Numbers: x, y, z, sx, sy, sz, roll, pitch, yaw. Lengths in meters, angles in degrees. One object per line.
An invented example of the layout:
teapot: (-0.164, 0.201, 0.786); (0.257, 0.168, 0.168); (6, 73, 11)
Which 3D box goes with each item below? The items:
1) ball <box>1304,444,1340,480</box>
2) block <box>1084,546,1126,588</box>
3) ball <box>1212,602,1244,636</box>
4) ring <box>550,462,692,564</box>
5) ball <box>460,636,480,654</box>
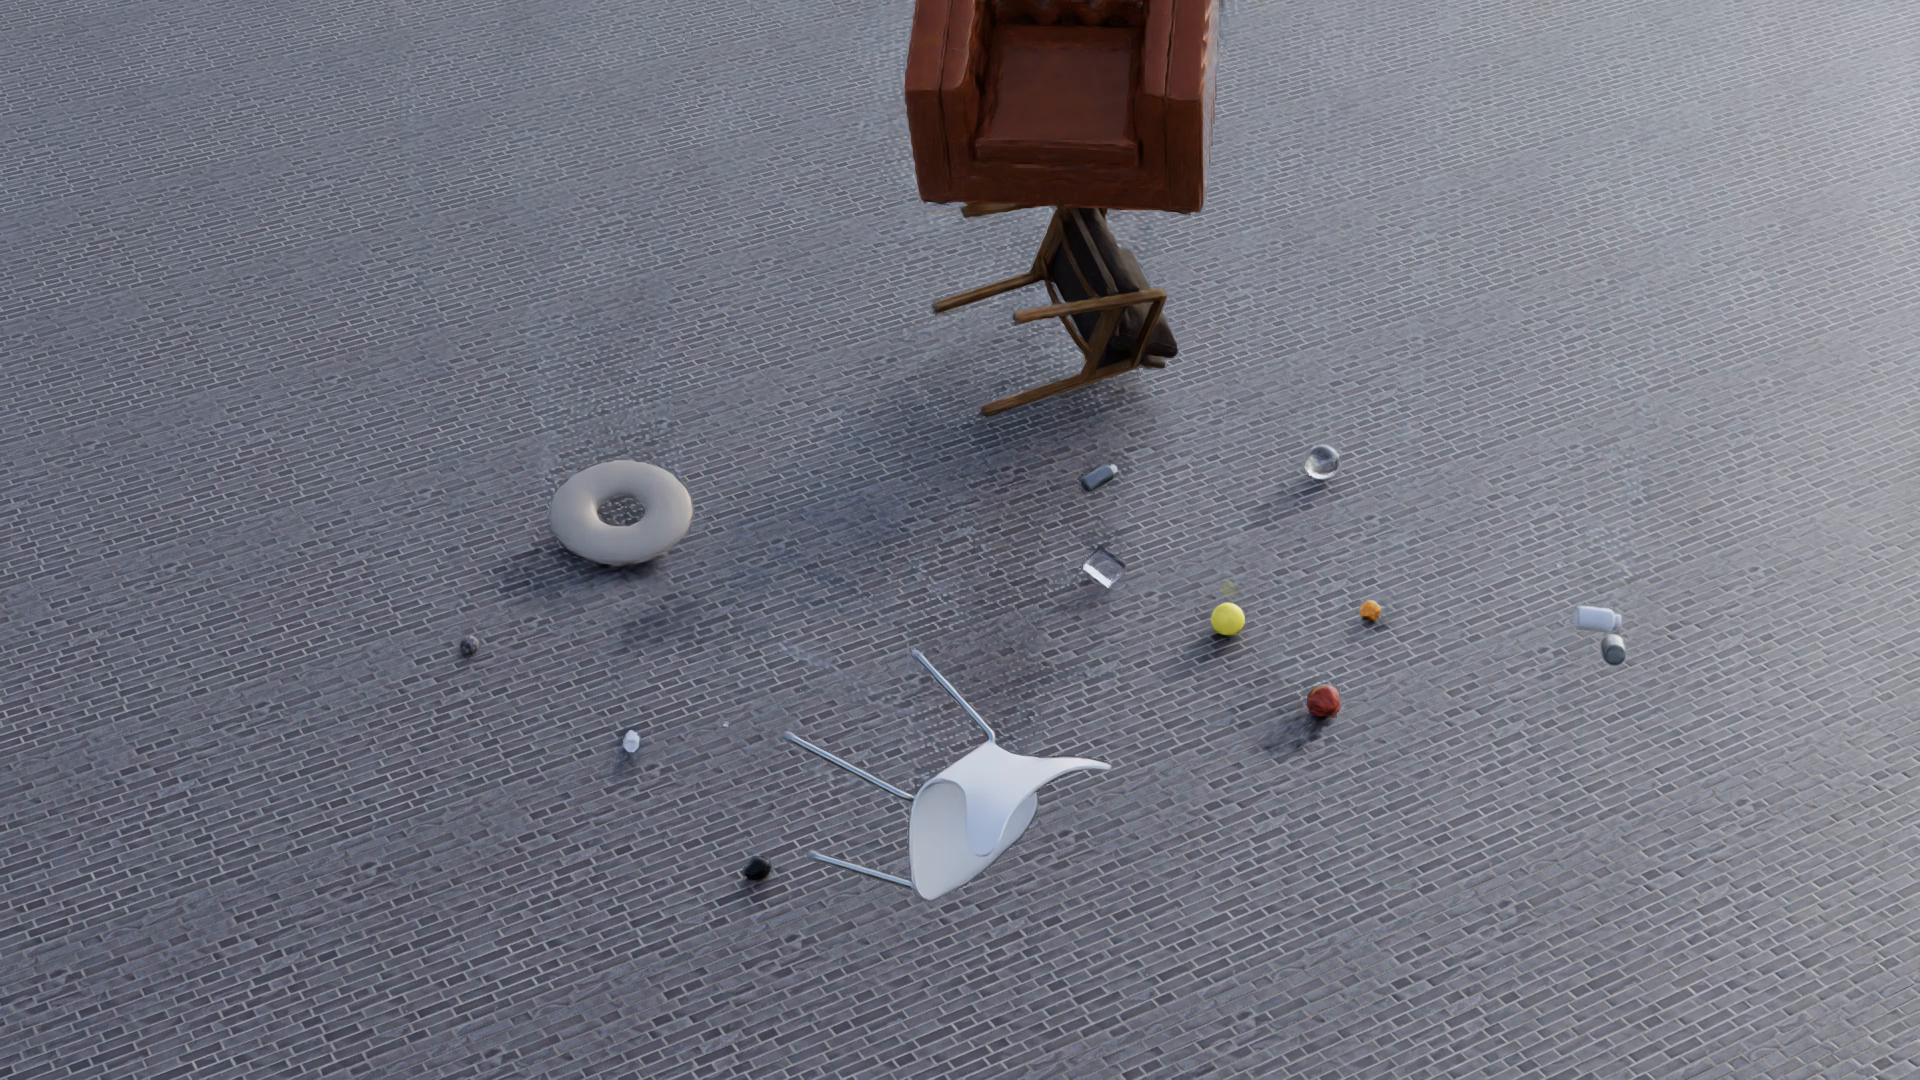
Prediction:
ball: (1.392, -0.300, 11.276); (0.136, 0.136, 0.136); (0, 33, 0)
block: (0.527, 0.098, 10.689); (0.120, 0.051, 0.093); (39, 62, 12)
ball: (0.951, 0.282, 10.408); (0.119, 0.119, 0.119); (0, 33, 0)
ring: (-1.261, -0.103, 10.918); (0.529, 0.097, 0.527); (5, 46, 3)
ball: (-1.727, 0.370, 10.322); (0.067, 0.067, 0.067); (0, 33, 0)
